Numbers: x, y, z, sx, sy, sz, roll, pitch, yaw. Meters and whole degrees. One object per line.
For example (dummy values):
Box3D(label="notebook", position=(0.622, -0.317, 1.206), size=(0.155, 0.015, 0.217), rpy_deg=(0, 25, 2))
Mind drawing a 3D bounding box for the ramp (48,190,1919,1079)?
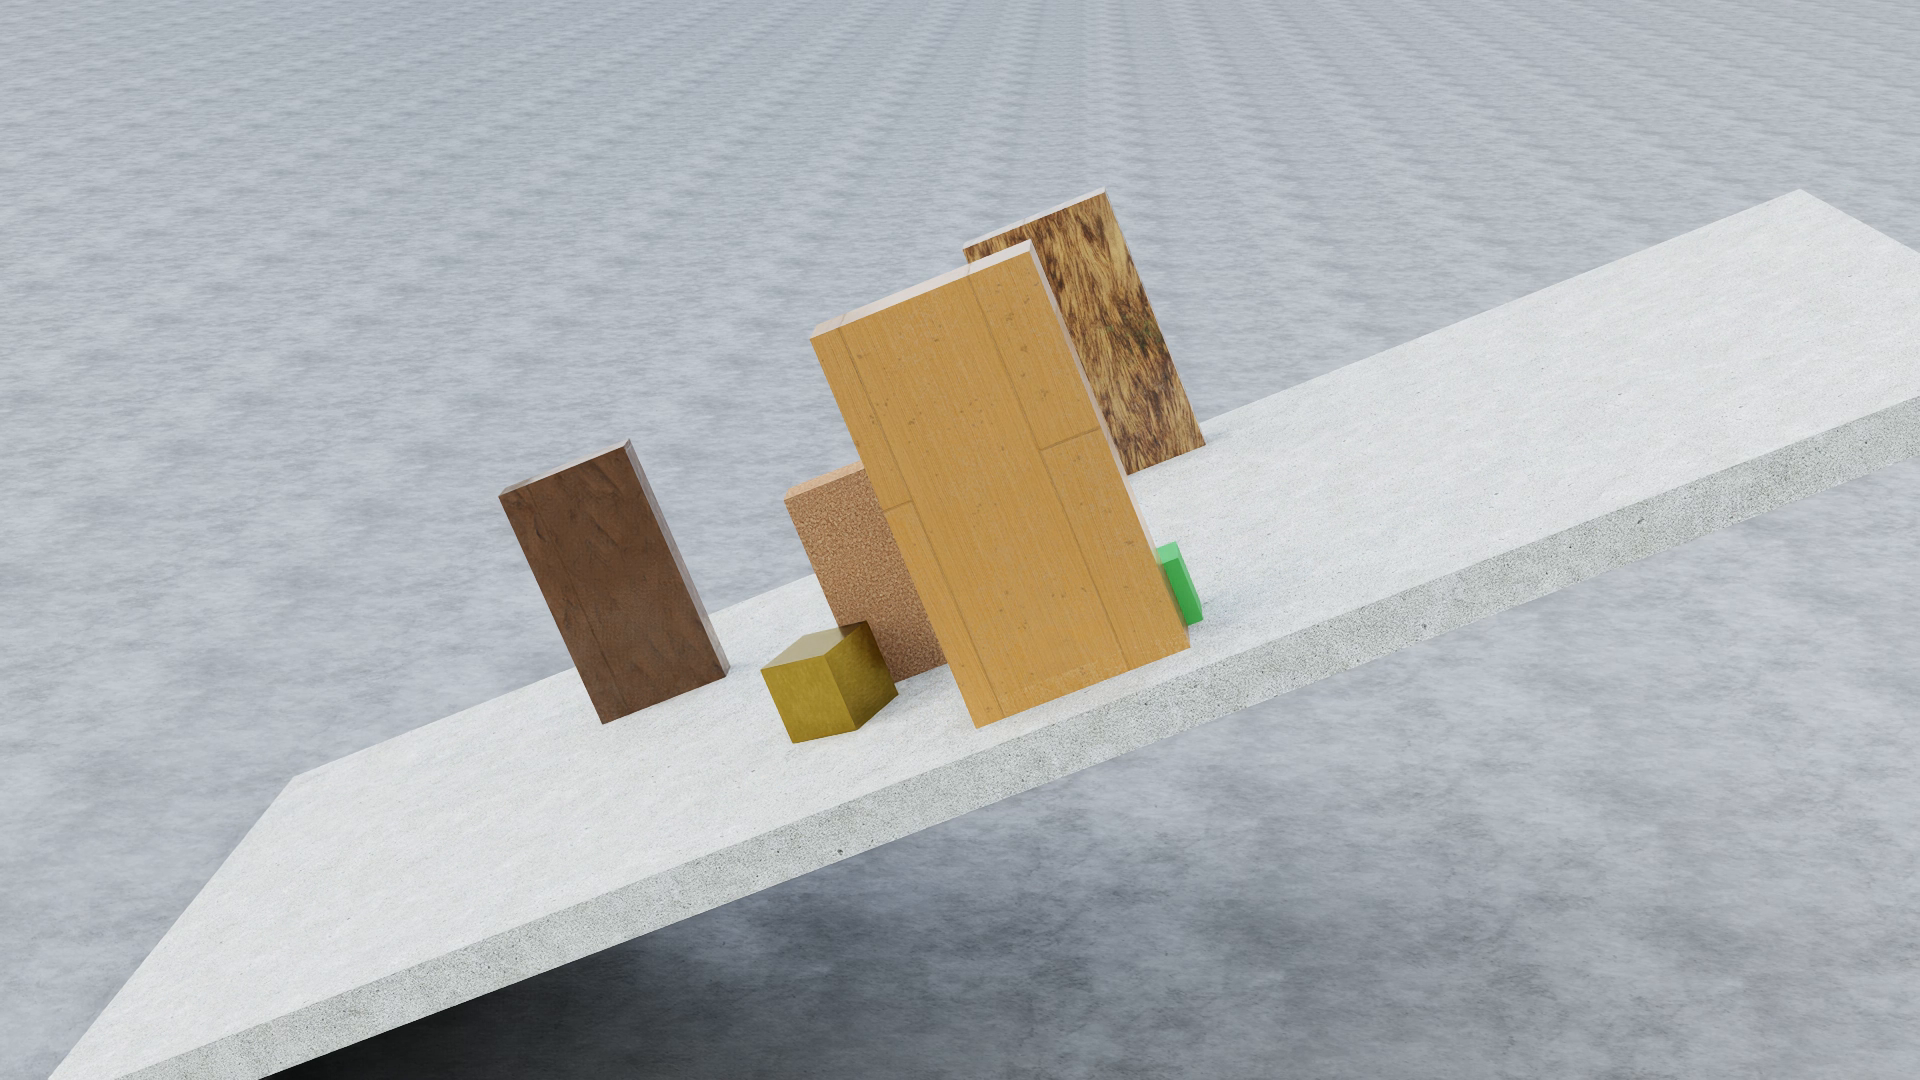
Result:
Box3D(label="ramp", position=(0.125, 0.173, 6.289), size=(4.000, 0.100, 2.000), rpy_deg=(-21, 12, 7))

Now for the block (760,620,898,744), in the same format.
Box3D(label="block", position=(-0.260, 0.284, 5.874), size=(0.167, 0.167, 0.167), rpy_deg=(-14, 15, 35))

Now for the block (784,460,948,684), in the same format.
Box3D(label="block", position=(-0.080, 0.031, 5.990), size=(0.410, 0.438, 0.107), rpy_deg=(-21, 12, 7))

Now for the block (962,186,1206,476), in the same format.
Box3D(label="block", position=(0.295, -0.463, 6.938), size=(0.356, 0.644, 0.106), rpy_deg=(-21, 12, 7))

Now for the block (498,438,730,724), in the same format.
Box3D(label="block", position=(-0.778, 0.096, 6.649), size=(0.308, 0.575, 0.087), rpy_deg=(-21, 12, 7))

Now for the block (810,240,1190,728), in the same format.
Box3D(label="block", position=(0.080, -0.100, 5.418), size=(0.426, 0.791, 0.147), rpy_deg=(-21, 12, 7))

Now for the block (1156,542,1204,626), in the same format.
Box3D(label="block", position=(0.376, 0.100, 5.599), size=(0.131, 0.131, 0.131), rpy_deg=(-21, 12, 7))
